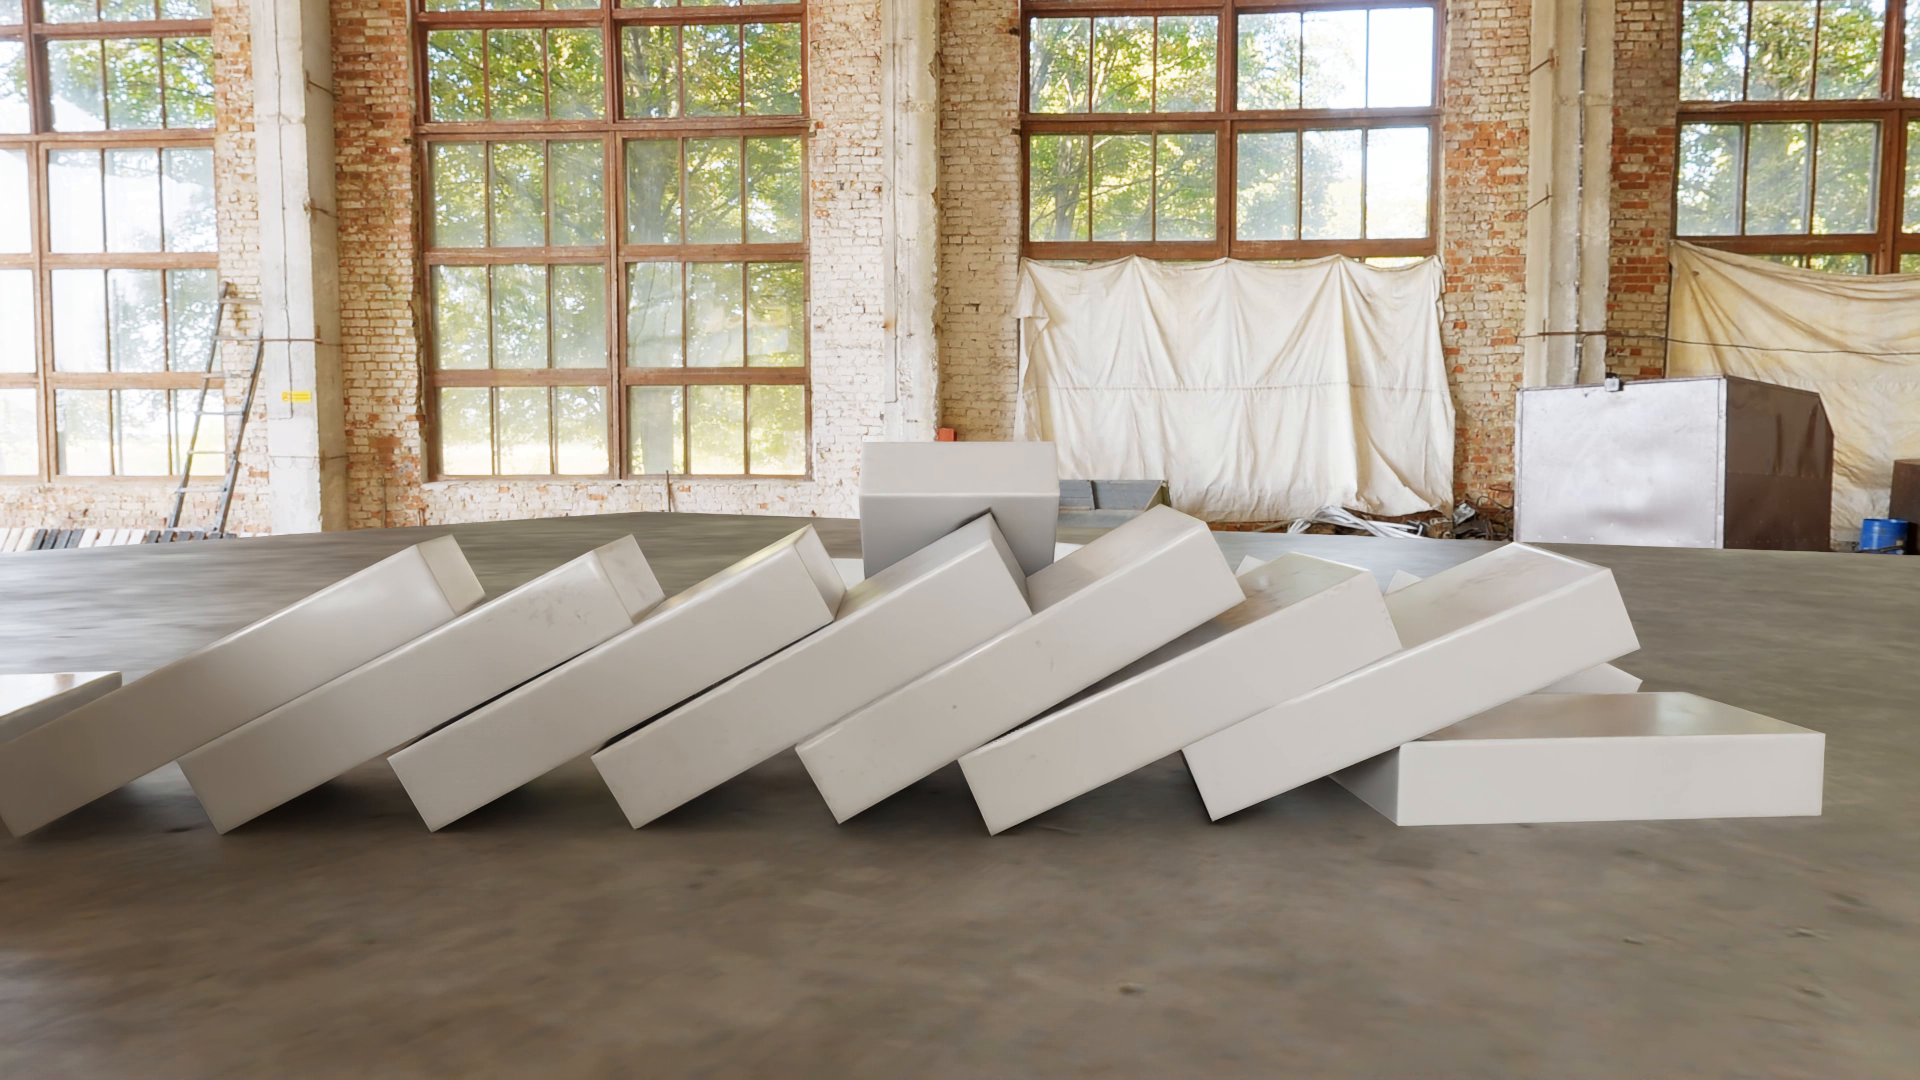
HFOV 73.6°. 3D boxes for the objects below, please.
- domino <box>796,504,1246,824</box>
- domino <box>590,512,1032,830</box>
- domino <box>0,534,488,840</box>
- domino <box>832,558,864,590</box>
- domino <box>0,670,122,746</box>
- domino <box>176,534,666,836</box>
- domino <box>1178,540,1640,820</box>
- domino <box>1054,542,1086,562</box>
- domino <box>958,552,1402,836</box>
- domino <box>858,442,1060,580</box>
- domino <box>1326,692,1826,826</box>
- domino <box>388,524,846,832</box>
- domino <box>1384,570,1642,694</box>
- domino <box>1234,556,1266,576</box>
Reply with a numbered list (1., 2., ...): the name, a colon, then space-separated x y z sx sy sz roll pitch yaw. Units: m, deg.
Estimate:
1. domino: 0.006 0.013 0.150 0.050 0.009 0.025 -29 6 1
2. domino: -0.016 0.014 0.151 0.050 0.010 0.025 -29 6 5
3. domino: -0.083 0.016 0.152 0.050 0.010 0.025 -28 9 -10
4. domino: -0.001 0.014 0.239 0.050 0.010 0.025 1 -29 11
5. domino: -0.129 0.026 0.160 0.025 0.009 0.050 -1 4 -11
6. domino: -0.061 0.016 0.152 0.050 0.010 0.025 -27 6 -2
7. domino: 0.050 0.016 0.153 0.050 0.009 0.025 -23 6 4
8. domino: 0.031 0.012 0.245 0.050 0.009 0.025 6 -33 52
9. domino: 0.023 0.017 0.153 0.050 0.009 0.025 -24 6 -3
10. domino: 0.000 0.008 0.180 0.025 0.050 0.010 0 48 -1
11. domino: 0.073 0.026 0.157 0.050 0.010 0.025 0 4 -5
12. domino: -0.038 0.015 0.152 0.050 0.010 0.025 -28 6 1
13. domino: 0.087 0.017 0.210 0.025 0.010 0.050 27 6 3
14. domino: 0.065 0.015 0.227 0.025 0.010 0.050 30 4 -2
